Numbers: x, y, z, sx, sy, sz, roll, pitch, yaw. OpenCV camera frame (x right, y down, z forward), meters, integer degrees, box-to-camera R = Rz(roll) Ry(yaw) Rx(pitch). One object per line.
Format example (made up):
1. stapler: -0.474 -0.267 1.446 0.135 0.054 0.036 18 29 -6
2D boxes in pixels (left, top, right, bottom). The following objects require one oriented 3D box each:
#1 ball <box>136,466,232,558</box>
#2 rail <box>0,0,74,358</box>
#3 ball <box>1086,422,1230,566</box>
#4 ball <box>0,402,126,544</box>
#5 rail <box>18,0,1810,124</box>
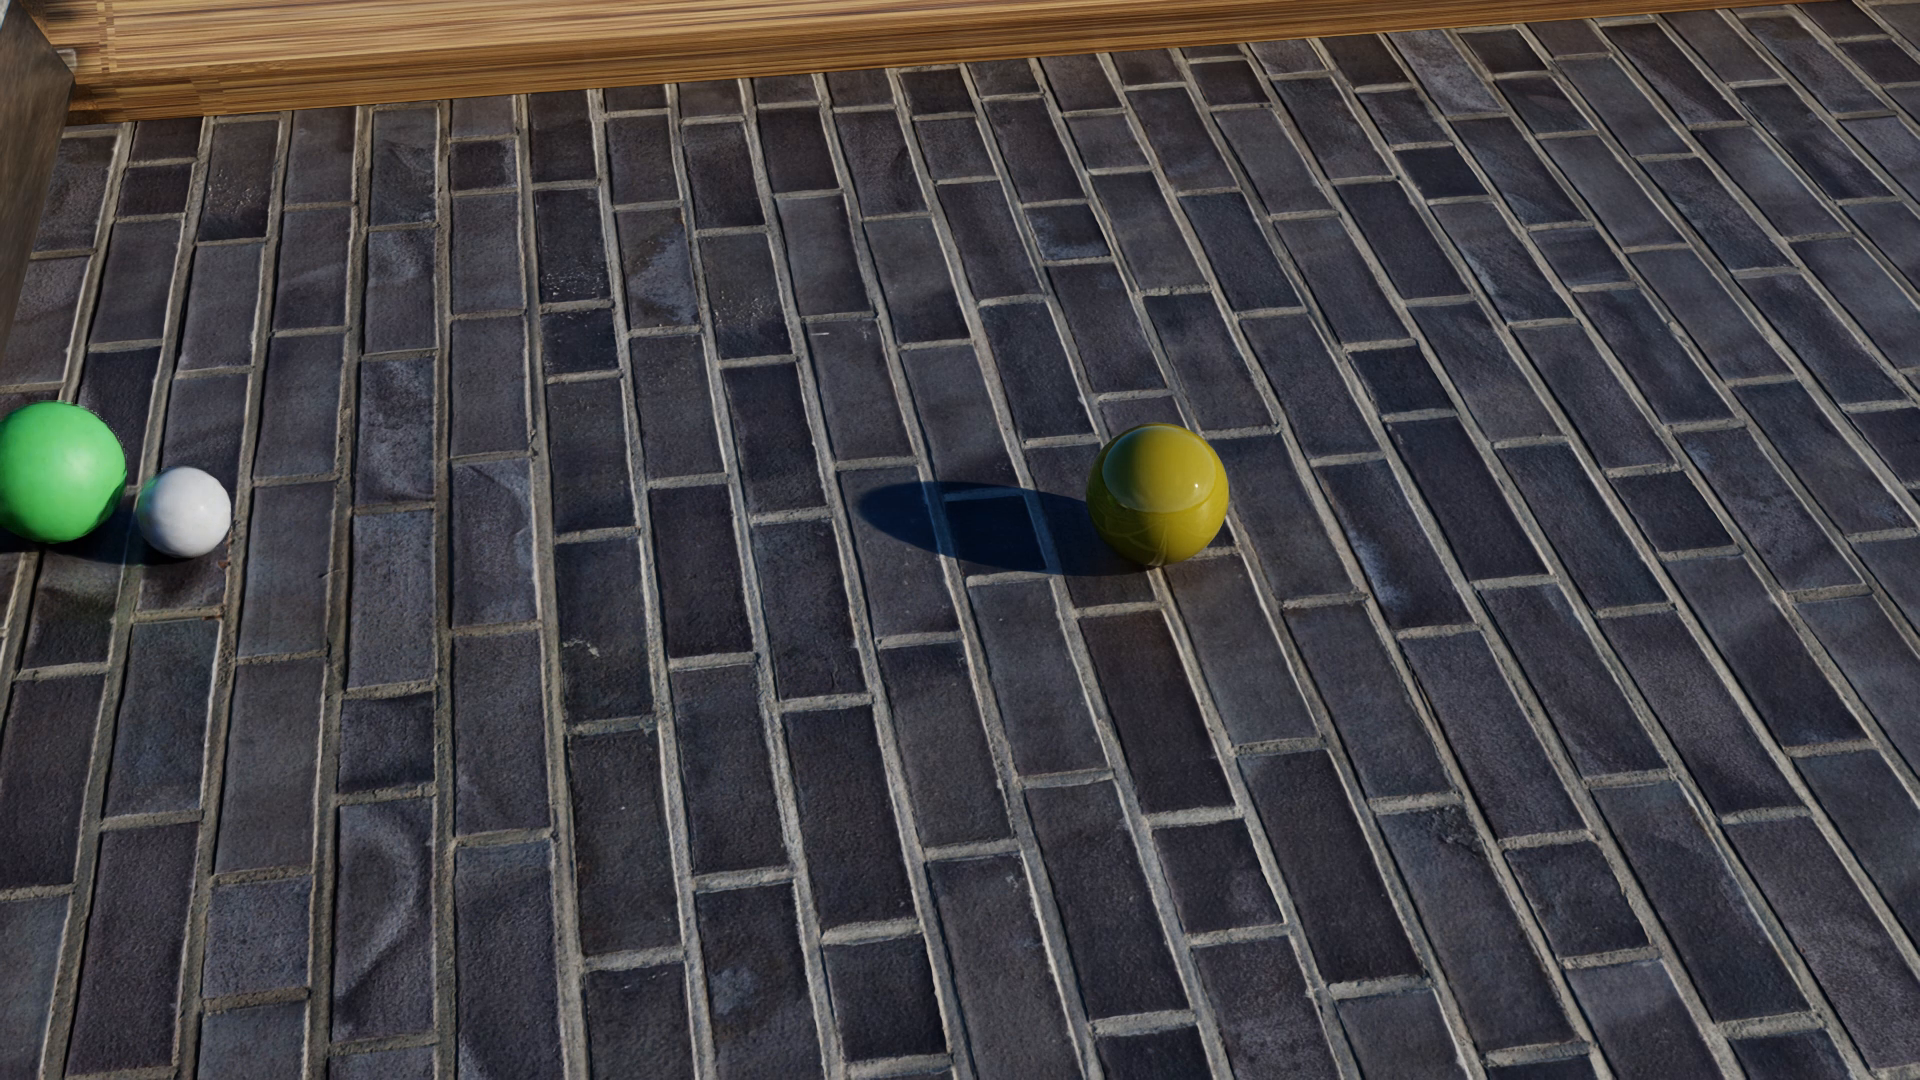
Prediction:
1. ball: -0.516 -0.018 1.706 0.061 0.061 0.061 0 36 0
2. rail: -0.648 0.044 1.563 0.045 0.123 1.598 -5 36 -8
3. ball: 0.130 -0.030 1.694 0.095 0.095 0.095 0 36 0
4. ball: -0.607 -0.045 1.714 0.095 0.095 0.095 0 36 0
5. rail: 0.546 -0.527 2.363 2.724 0.123 0.045 -5 36 -8
